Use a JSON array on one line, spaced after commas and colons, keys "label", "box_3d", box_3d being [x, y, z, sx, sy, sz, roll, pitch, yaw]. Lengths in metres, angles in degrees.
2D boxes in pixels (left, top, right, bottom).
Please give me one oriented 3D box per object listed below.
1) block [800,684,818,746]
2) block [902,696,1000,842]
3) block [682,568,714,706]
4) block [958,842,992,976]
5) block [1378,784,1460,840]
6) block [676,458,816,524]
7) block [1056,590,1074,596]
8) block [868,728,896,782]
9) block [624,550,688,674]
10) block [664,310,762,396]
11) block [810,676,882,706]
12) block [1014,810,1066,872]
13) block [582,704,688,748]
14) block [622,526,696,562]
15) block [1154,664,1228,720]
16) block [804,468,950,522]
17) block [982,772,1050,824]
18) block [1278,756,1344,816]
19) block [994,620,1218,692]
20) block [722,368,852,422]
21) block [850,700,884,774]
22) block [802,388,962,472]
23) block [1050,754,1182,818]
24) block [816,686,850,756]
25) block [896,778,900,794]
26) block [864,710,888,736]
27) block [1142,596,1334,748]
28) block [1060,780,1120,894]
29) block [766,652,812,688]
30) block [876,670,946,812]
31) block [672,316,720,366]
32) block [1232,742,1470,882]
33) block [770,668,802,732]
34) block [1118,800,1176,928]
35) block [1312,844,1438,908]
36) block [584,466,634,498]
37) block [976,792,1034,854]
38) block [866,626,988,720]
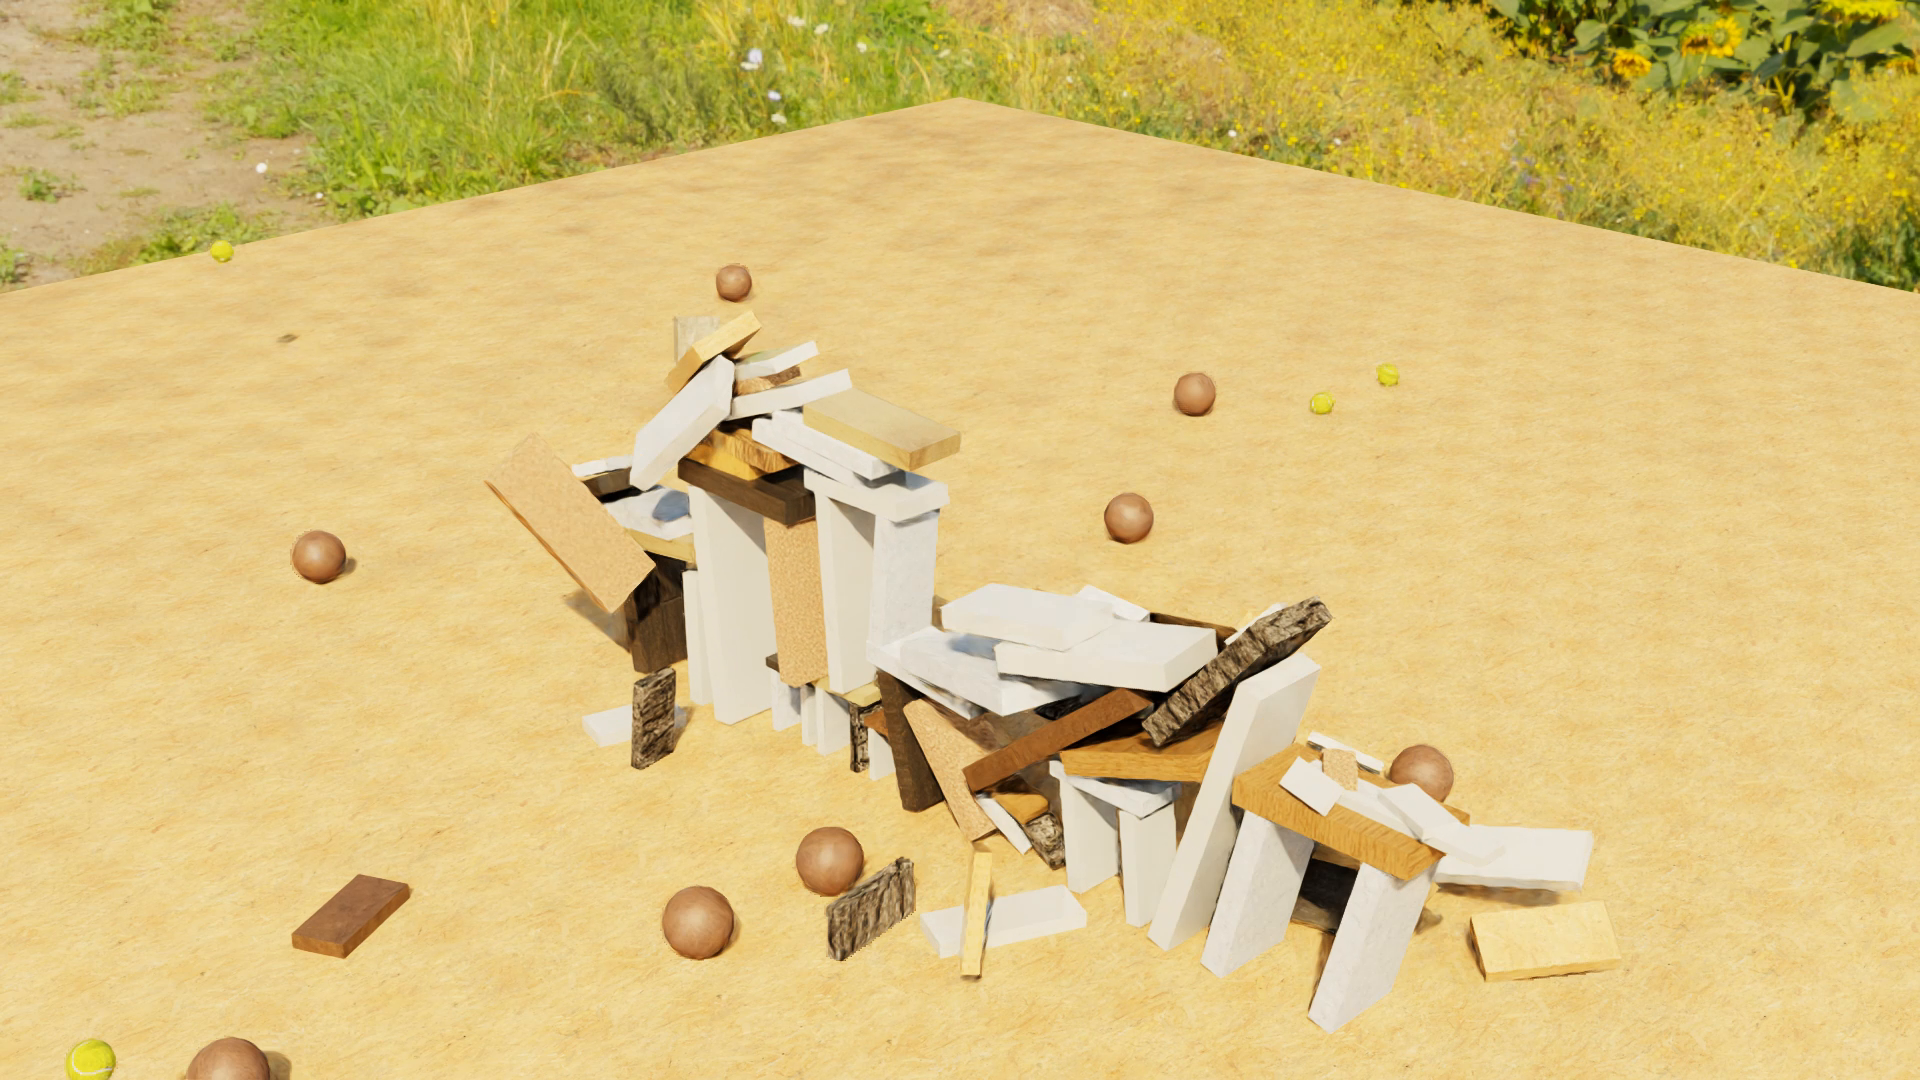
[{"label": "block", "box_3d": [-0.306, 0.363, 4.719, 0.073, 0.146, 0.021, -21, 31, -41]}, {"label": "block", "box_3d": [0.015, 0.440, 4.401, 0.148, 0.296, 0.042, -20, -10, -39]}, {"label": "block", "box_3d": [-0.534, 0.199, 4.895, 0.044, 0.310, 0.155, 21, 30, 41]}, {"label": "block", "box_3d": [0.026, 0.651, 3.891, 0.030, 0.214, 0.107, 6, 1, -4]}, {"label": "block", "box_3d": [0.749, 0.443, 3.596, 0.068, 0.019, 0.136, -9, 25, -20]}, {"label": "block", "box_3d": [-0.411, -0.128, 4.607, 0.180, 0.051, 0.359, -21, 31, -40]}, {"label": "block", "box_3d": [0.298, 0.181, 5.296, 0.218, 0.031, 0.109, 17, 28, 34]}, {"label": "block", "box_3d": [-0.162, 0.436, 4.578, 0.060, 0.121, 0.017, -21, 31, -41]}, {"label": "block", "box_3d": [-0.694, 0.135, 5.041, 0.155, 0.310, 0.044, -21, 23, -41]}, {"label": "block", "box_3d": [-0.525, -0.393, 4.651, 0.149, 0.042, 0.297, -34, 2, -21]}, {"label": "block", "box_3d": [-0.230, 0.303, 4.610, 0.159, 0.023, 0.080, 19, 29, 39]}, {"label": "block", "box_3d": [0.174, 0.579, 4.301, 0.072, 0.020, 0.143, -14, 49, -33]}, {"label": "block", "box_3d": [-0.709, 0.394, 4.794, 0.202, 0.029, 0.101, -13, 26, -28]}, {"label": "block", "box_3d": [-0.638, -0.017, 4.916, 0.155, 0.044, 0.310, -21, 23, -41]}, {"label": "block", "box_3d": [0.439, 0.321, 4.376, 0.288, 0.144, 0.041, -22, -26, 33]}, {"label": "block", "box_3d": [-0.167, -0.106, 4.374, 0.139, 0.039, 0.277, -20, 29, -39]}, {"label": "block", "box_3d": [0.103, 0.497, 4.339, 0.072, 0.020, 0.143, -24, 50, -39]}, {"label": "block", "box_3d": [0.588, 0.412, 3.677, 0.016, 0.057, 0.113, 37, -1, -36]}, {"label": "block", "box_3d": [0.262, 0.200, 3.968, 0.359, 0.051, 0.180, 4, 21, 37]}, {"label": "block", "box_3d": [-0.376, -0.295, 4.523, 0.295, 0.042, 0.148, -7, 12, 45]}, {"label": "block", "box_3d": [-0.194, 0.403, 4.608, 0.023, 0.159, 0.080, 21, 31, 39]}, {"label": "block", "box_3d": [-0.155, -0.219, 4.323, 0.292, 0.041, 0.146, 25, 33, 35]}, {"label": "block", "box_3d": [0.288, 0.441, 4.088, 0.114, 0.032, 0.229, -21, 31, -41]}, {"label": "block", "box_3d": [-0.268, 0.373, 4.678, 0.023, 0.159, 0.080, 21, 31, 40]}, {"label": "block", "box_3d": [-0.105, 0.458, 4.526, 0.060, 0.121, 0.017, -21, 30, -41]}, {"label": "block", "box_3d": [-0.135, 0.383, 4.526, 0.121, 0.017, 0.060, 21, 31, 40]}, {"label": "block", "box_3d": [0.475, 0.227, 3.782, 0.172, 0.344, 0.049, -17, 68, -44]}, {"label": "block", "box_3d": [0.248, 0.545, 4.181, 0.114, 0.229, 0.032, -21, 24, -40]}, {"label": "block", "box_3d": [-0.342, 0.272, 4.719, 0.146, 0.021, 0.073, 21, 31, 40]}, {"label": "block", "box_3d": [-0.075, 0.386, 4.470, 0.148, 0.296, 0.042, -21, 17, -41]}, {"label": "block", "box_3d": [-0.572, -0.388, 4.814, 0.100, 0.200, 0.028, -1, -7, -25]}, {"label": "block", "box_3d": [0.656, 0.453, 3.710, 0.356, 0.050, 0.178, 21, 31, 40]}, {"label": "block", "box_3d": [-0.375, 0.336, 4.782, 0.073, 0.146, 0.021, -21, 31, -41]}, {"label": "block", "box_3d": [0.352, 0.590, 4.074, 0.114, 0.229, 0.032, -21, 24, -40]}, {"label": "block", "box_3d": [0.766, 0.636, 4.121, 0.120, 0.034, 0.239, -50, 43, -9]}, {"label": "block", "box_3d": [-0.822, -0.125, 5.078, 0.154, 0.044, 0.309, -18, 4, -31]}, {"label": "block", "box_3d": [0.103, 0.547, 4.342, 0.072, 0.020, 0.143, -28, 70, -42]}, {"label": "block", "box_3d": [-0.032, 0.254, 4.365, 0.148, 0.042, 0.296, -21, 36, -40]}]
